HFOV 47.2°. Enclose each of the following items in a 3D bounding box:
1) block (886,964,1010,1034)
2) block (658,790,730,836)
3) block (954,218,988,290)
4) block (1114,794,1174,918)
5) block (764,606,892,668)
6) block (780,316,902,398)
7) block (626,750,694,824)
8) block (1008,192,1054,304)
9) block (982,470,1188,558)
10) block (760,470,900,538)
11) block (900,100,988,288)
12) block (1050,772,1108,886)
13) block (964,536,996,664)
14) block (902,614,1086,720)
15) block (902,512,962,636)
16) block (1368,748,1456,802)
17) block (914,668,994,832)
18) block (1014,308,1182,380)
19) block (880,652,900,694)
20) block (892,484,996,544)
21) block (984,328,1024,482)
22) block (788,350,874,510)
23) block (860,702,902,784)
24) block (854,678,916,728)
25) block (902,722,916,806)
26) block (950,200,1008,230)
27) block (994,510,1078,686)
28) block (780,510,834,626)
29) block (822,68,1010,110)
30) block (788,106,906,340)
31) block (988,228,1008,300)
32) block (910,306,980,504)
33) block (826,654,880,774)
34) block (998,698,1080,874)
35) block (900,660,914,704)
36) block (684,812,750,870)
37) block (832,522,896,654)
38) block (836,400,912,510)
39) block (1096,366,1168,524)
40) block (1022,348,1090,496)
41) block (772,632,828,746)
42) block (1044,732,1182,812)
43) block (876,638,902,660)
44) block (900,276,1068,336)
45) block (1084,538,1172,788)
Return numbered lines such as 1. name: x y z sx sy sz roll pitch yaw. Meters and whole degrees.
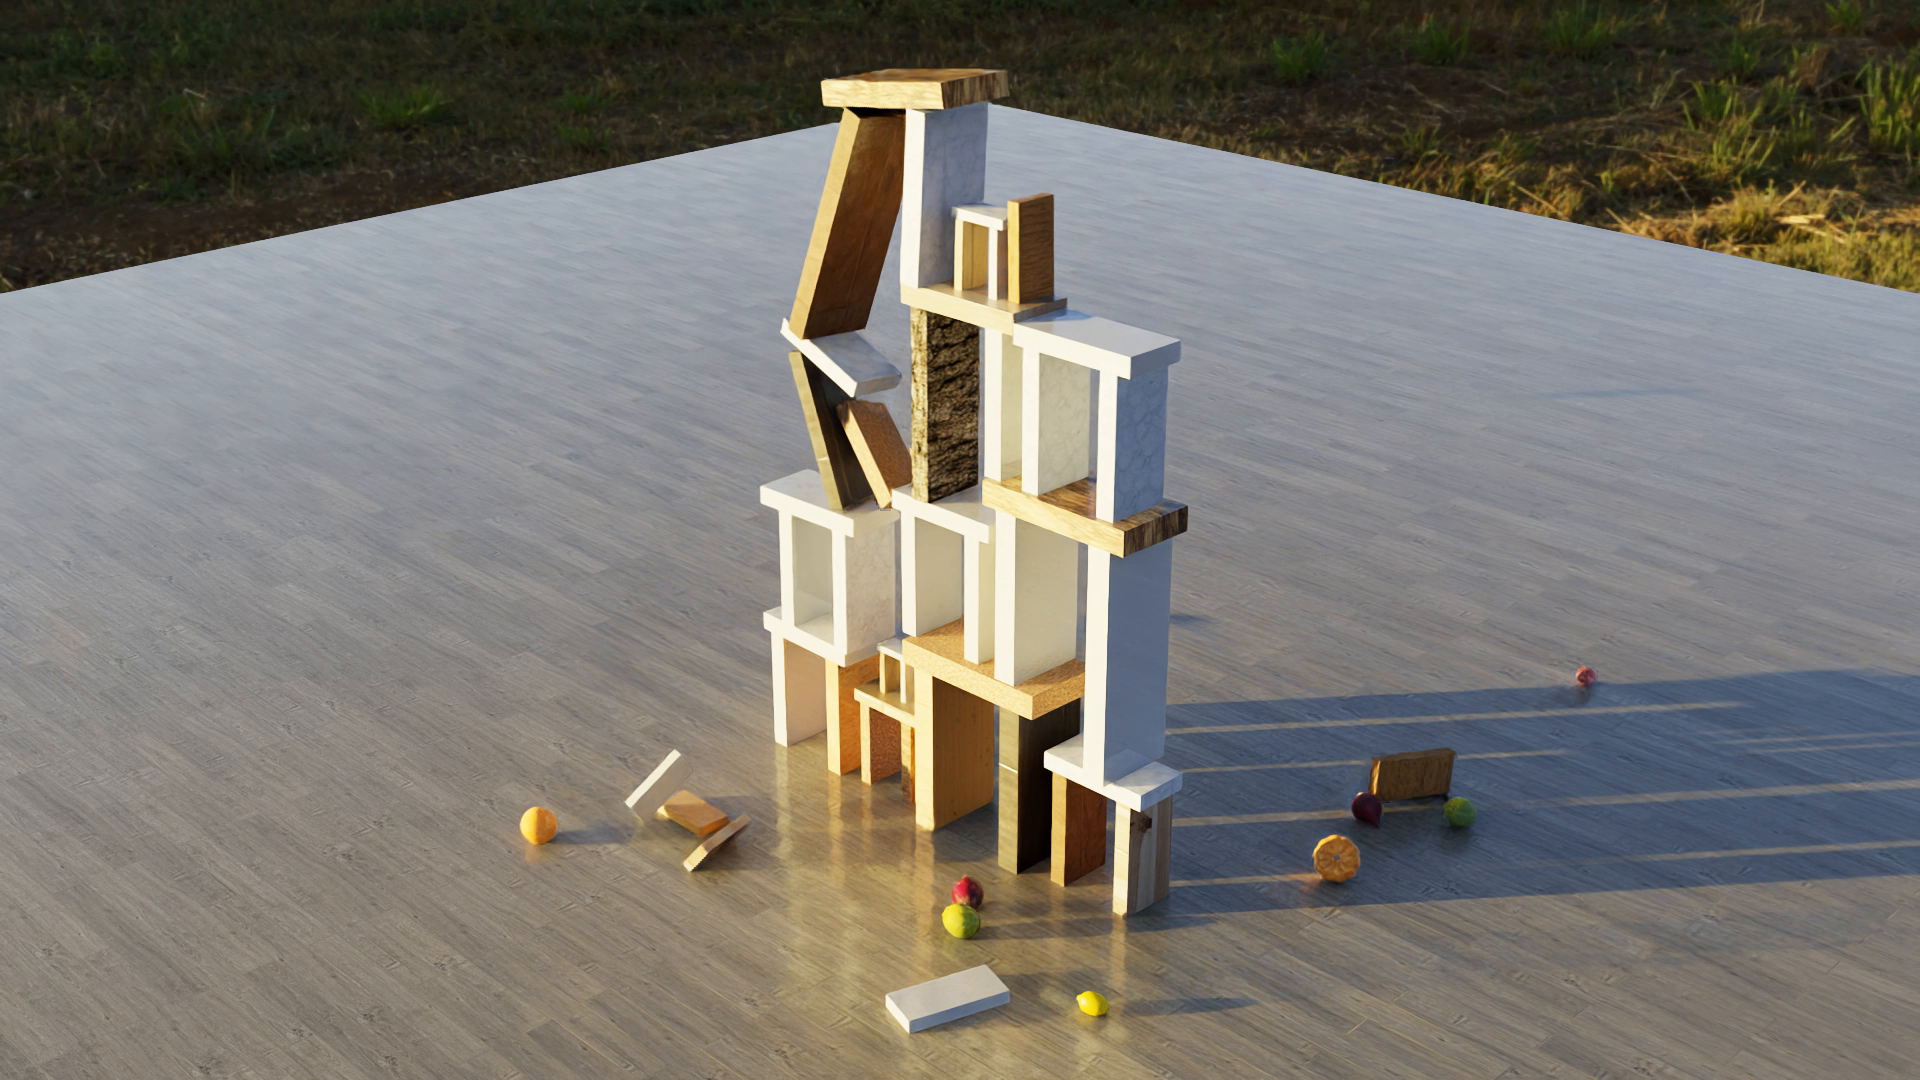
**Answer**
1. block: -0.021 0.801 3.841 0.197 0.026 0.090 -12 26 -25
2. block: -0.540 0.551 4.437 0.072 0.020 0.144 -21 31 -40
3. block: 0.020 -0.521 3.979 0.065 0.130 0.018 -21 32 -40
4. block: 0.342 0.575 4.102 0.119 0.238 0.034 -20 30 -39
5. block: -0.278 0.189 4.603 0.130 0.037 0.260 -20 30 -39
6. block: -0.232 -0.365 4.283 0.117 0.033 0.234 -16 47 -41
7. block: -0.602 0.494 4.413 0.020 0.072 0.144 34 74 33
8. block: 0.127 -0.519 3.908 0.090 0.181 0.026 -21 29 -40
9. block: 0.223 -0.063 3.956 0.171 0.049 0.343 -21 31 -40
10. block: -0.263 -0.076 4.449 0.266 0.038 0.133 20 30 38
11. block: -0.029 -0.631 3.987 0.046 0.323 0.162 25 34 38
12. block: 0.228 0.532 4.202 0.119 0.238 0.034 -21 31 -41
13. block: 0.067 0.097 4.191 0.036 0.257 0.128 21 31 41
14. block: 0.072 0.241 4.244 0.346 0.049 0.173 21 31 41
15. block: -0.055 0.049 4.304 0.036 0.257 0.128 21 31 41
16. block: 0.922 0.480 4.493 0.181 0.090 0.026 -4 21 -22
17. block: -0.010 0.391 4.396 0.049 0.346 0.173 21 31 41
18. block: 0.237 -0.343 3.817 0.269 0.038 0.135 21 31 40
19. block: -0.142 0.263 4.489 0.013 0.092 0.046 21 31 41
20. block: 0.006 -0.062 4.191 0.257 0.036 0.128 21 31 40
21. block: 0.110 -0.261 3.999 0.142 0.283 0.040 -21 31 -40
22. block: -0.248 -0.232 4.363 0.033 0.321 0.117 -4 15 41
23. block: -0.163 0.407 4.567 0.026 0.183 0.091 21 31 41
24. block: -0.120 0.328 4.486 0.183 0.026 0.091 21 31 41
25. block: -0.077 0.441 4.488 0.026 0.183 0.091 21 31 41
26. block: 0.052 -0.580 3.928 0.065 0.018 0.130 -21 31 -40
27. block: 0.144 0.085 4.108 0.171 0.343 0.049 -21 31 -40
28. block: -0.310 0.035 4.577 0.133 0.266 0.038 -21 31 -40
29. block: -0.083 -0.815 3.967 0.162 0.046 0.323 -21 23 -39
30. block: -0.198 -0.603 4.176 0.162 0.478 0.046 -16 46 -40
31. block: 0.081 -0.499 3.927 0.018 0.130 0.065 21 31 40
32. block: -0.027 -0.269 4.143 0.040 0.382 0.142 20 30 39
33. block: -0.217 0.350 4.603 0.130 0.260 0.037 -21 31 -40
34. block: 0.153 0.455 4.245 0.049 0.346 0.173 21 31 41
35. block: -0.099 0.280 4.449 0.013 0.092 0.046 21 31 41
36. block: -0.473 0.588 4.288 0.020 0.072 0.144 49 37 6
37. block: -0.194 0.087 4.455 0.133 0.266 0.038 -21 31 -40
38. block: -0.151 -0.167 4.334 0.117 0.033 0.234 1 57 -50
39. block: 0.299 -0.177 3.818 0.135 0.269 0.038 -21 31 -41
40. block: 0.173 -0.227 3.935 0.135 0.269 0.038 -21 31 -40
41. block: -0.339 0.301 4.719 0.037 0.260 0.130 21 31 40
42. block: 0.285 0.429 4.098 0.238 0.034 0.119 21 31 41
43. block: -0.120 0.223 4.448 0.092 0.013 0.046 21 31 41
44. block: 0.042 -0.436 3.996 0.283 0.040 0.142 21 31 40
45. block: 0.303 0.206 3.983 0.171 0.467 0.049 -21 31 -41
